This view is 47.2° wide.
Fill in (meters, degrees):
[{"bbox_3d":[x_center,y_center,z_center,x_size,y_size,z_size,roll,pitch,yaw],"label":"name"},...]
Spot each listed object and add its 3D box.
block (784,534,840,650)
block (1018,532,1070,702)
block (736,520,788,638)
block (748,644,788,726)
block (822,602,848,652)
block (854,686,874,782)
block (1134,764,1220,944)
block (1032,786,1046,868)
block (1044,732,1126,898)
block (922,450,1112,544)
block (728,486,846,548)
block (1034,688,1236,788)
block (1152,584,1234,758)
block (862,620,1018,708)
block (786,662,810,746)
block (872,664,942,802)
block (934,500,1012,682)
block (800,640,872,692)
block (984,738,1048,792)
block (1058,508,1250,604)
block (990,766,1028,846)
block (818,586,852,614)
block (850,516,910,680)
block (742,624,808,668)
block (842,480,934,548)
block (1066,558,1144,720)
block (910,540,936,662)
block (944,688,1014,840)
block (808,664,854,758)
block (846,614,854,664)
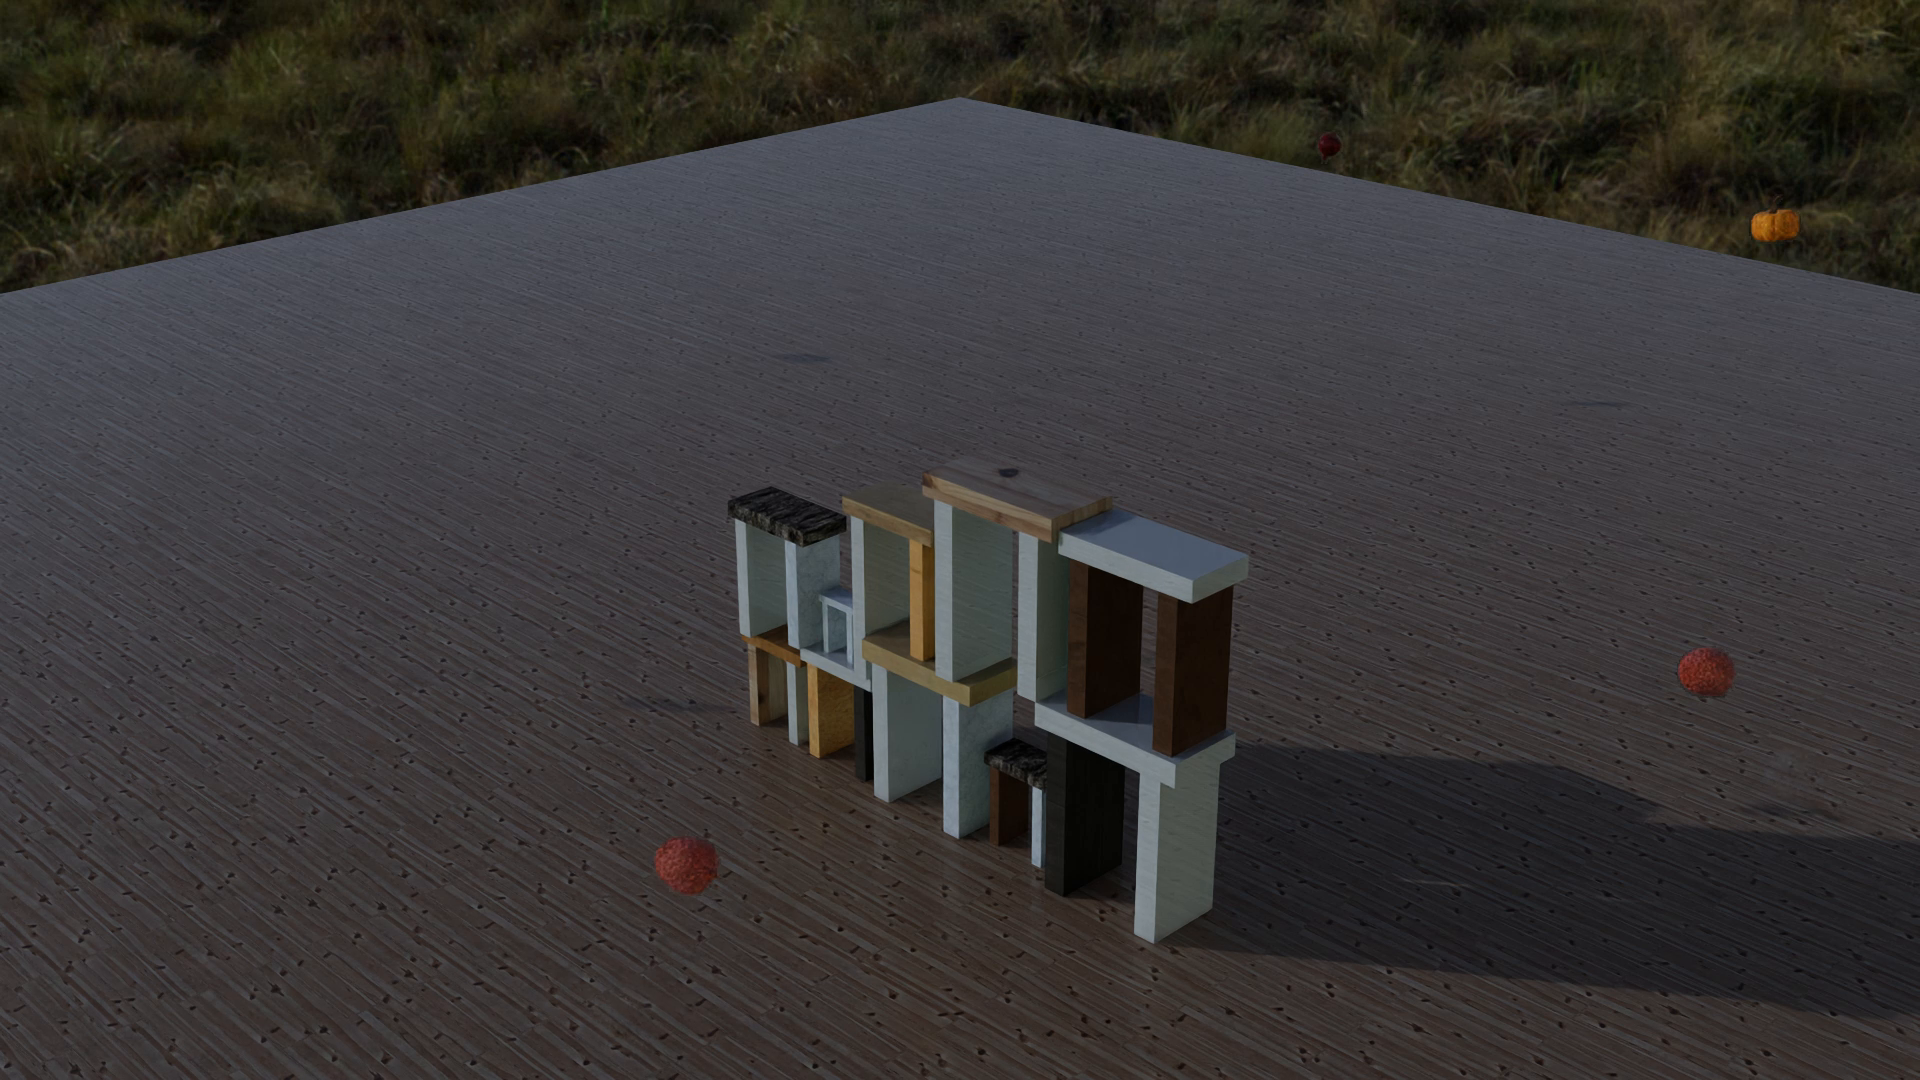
[{"bbox_3d":[-0.306,0.098,4.593,0.034,0.239,0.120,21,31,41],"label":"block"},{"bbox_3d":[0.181,0.120,4.072,0.047,0.328,0.164,21,31,41],"label":"block"},{"bbox_3d":[-0.418,0.066,4.702,0.120,0.266,0.034,-21,31,-40],"label":"block"},{"bbox_3d":[-0.415,0.301,4.806,0.027,0.193,0.096,21,31,41],"label":"block"},{"bbox_3d":[-0.259,0.174,4.577,0.016,0.111,0.055,21,31,41],"label":"block"},{"bbox_3d":[-0.169,0.385,4.577,0.031,0.216,0.108,21,31,41],"label":"block"},{"bbox_3d":[0.397,0.554,4.024,0.048,0.337,0.169,21,31,41],"label":"block"},{"bbox_3d":[0.178,0.542,4.264,0.024,0.171,0.086,21,31,41],"label":"block"},{"bbox_3d":[0.238,0.491,4.171,0.048,0.337,0.169,21,31,41],"label":"block"},{"bbox_3d":[0.104,-0.083,4.070,0.328,0.047,0.164,21,31,41],"label":"block"},{"bbox_3d":[-0.362,-0.050,4.591,0.239,0.034,0.120,21,31,41],"label":"block"},{"bbox_3d":[0.318,0.345,4.022,0.338,0.048,0.169,21,31,41],"label":"block"},{"bbox_3d":[0.411,0.215,3.876,0.043,0.307,0.153,21,31,41],"label":"block"},{"bbox_3d":[-0.036,0.239,4.364,0.304,0.043,0.152,21,31,41],"label":"block"},{"bbox_3d":[-0.324,0.336,4.722,0.027,0.193,0.096,21,31,41],"label":"block"},{"bbox_3d":[-0.107,0.371,4.498,0.043,0.304,0.152,21,31,41],"label":"block"},{"bbox_3d":[0.027,0.077,4.222,0.047,0.367,0.164,21,31,40],"label":"block"},{"bbox_3d":[-0.220,0.251,4.576,0.216,0.031,0.108,21,31,41],"label":"block"},{"bbox_3d":[0.138,0.436,4.263,0.171,0.024,0.085,21,31,41],"label":"block"},{"bbox_3d":[0.339,0.025,3.874,0.307,0.043,0.153,21,31,40],"label":"block"},{"bbox_3d":[0.097,0.511,4.339,0.024,0.171,0.085,21,31,41],"label":"block"},{"bbox_3d":[-0.233,0.126,4.529,0.111,0.016,0.055,21,31,40],"label":"block"},{"bbox_3d":[-0.159,0.101,4.442,0.125,0.351,0.035,-21,31,-41],"label":"block"},{"bbox_3d":[-0.370,0.217,4.721,0.096,0.027,0.193,-21,31,-40],"label":"block"},{"bbox_3d":[-0.100,-0.054,4.312,0.250,0.035,0.125,21,31,41],"label":"block"},{"bbox_3d":[0.266,0.158,4.009,0.153,0.307,0.043,-21,31,-41],"label":"block"},{"bbox_3d":[-0.041,0.101,4.314,0.035,0.250,0.125,21,31,41],"label":"block"},{"bbox_3d":[0.036,0.427,4.366,0.043,0.304,0.152,21,31,41],"label":"block"},{"bbox_3d":[-0.271,0.345,4.671,0.031,0.216,0.108,21,31,41],"label":"block"},{"bbox_3d":[-0.207,0.195,4.529,0.016,0.111,0.055,21,31,41],"label":"block"}]
